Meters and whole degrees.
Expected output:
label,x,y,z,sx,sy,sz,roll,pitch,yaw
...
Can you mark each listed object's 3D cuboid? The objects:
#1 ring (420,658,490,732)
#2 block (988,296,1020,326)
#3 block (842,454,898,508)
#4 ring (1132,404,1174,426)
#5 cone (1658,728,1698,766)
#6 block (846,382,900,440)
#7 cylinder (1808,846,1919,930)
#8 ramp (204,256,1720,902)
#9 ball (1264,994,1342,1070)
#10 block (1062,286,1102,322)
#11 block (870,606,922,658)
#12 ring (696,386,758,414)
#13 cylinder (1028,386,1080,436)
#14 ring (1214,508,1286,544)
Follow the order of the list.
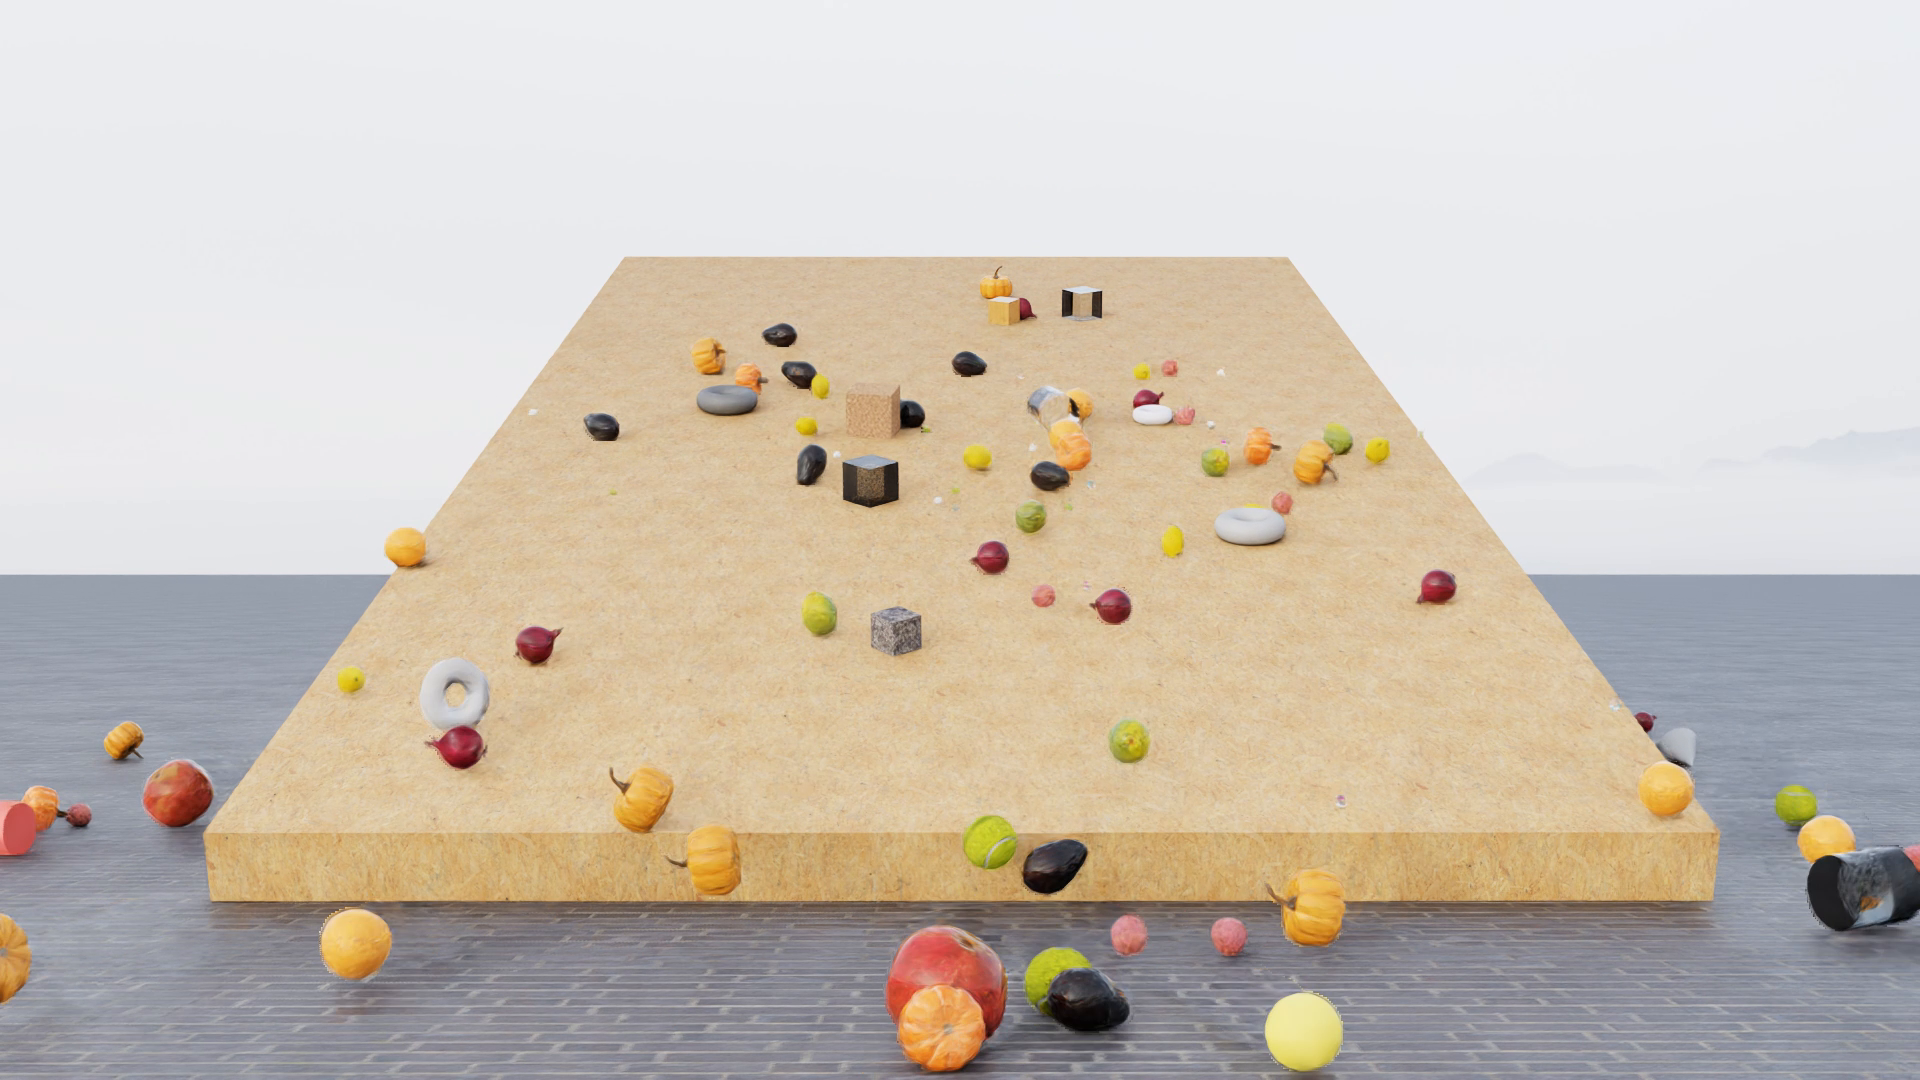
label,x,y,z,sx,sy,sz,roll,pitch,yaw
ring,-0.734,0.226,3.254,0.109,0.109,0.036,1,-1,-41
block,0.116,-0.602,5.879,0.060,0.060,0.060,10,21,28
block,-0.174,-0.115,4.359,0.077,0.077,0.077,17,25,42
ring,0.425,-0.275,4.930,0.089,0.030,0.089,-1,19,0
cone,1.630,0.485,5.030,0.092,0.092,0.092,0,26,-3
block,-0.186,-0.277,4.820,0.099,0.099,0.099,3,18,9
cylinder,1.107,0.427,2.741,0.092,0.092,0.092,-4,1,-20
ramp,-0.004,-0.187,4.866,2.000,0.100,4.000,0,18,0
ball,0.303,0.435,1.978,0.067,0.067,0.067,0,-1,0
block,0.323,-0.625,5.927,0.076,0.076,0.076,-13,22,-34
block,-0.103,0.146,3.589,0.058,0.058,0.058,-15,23,-38
ring,-0.522,-0.314,5.018,0.137,0.046,0.137,0,17,0
cylinder,0.202,-0.280,4.851,0.088,0.088,0.088,0,17,-20
ring,0.537,-0.026,4.142,0.132,0.044,0.132,-1,18,0
